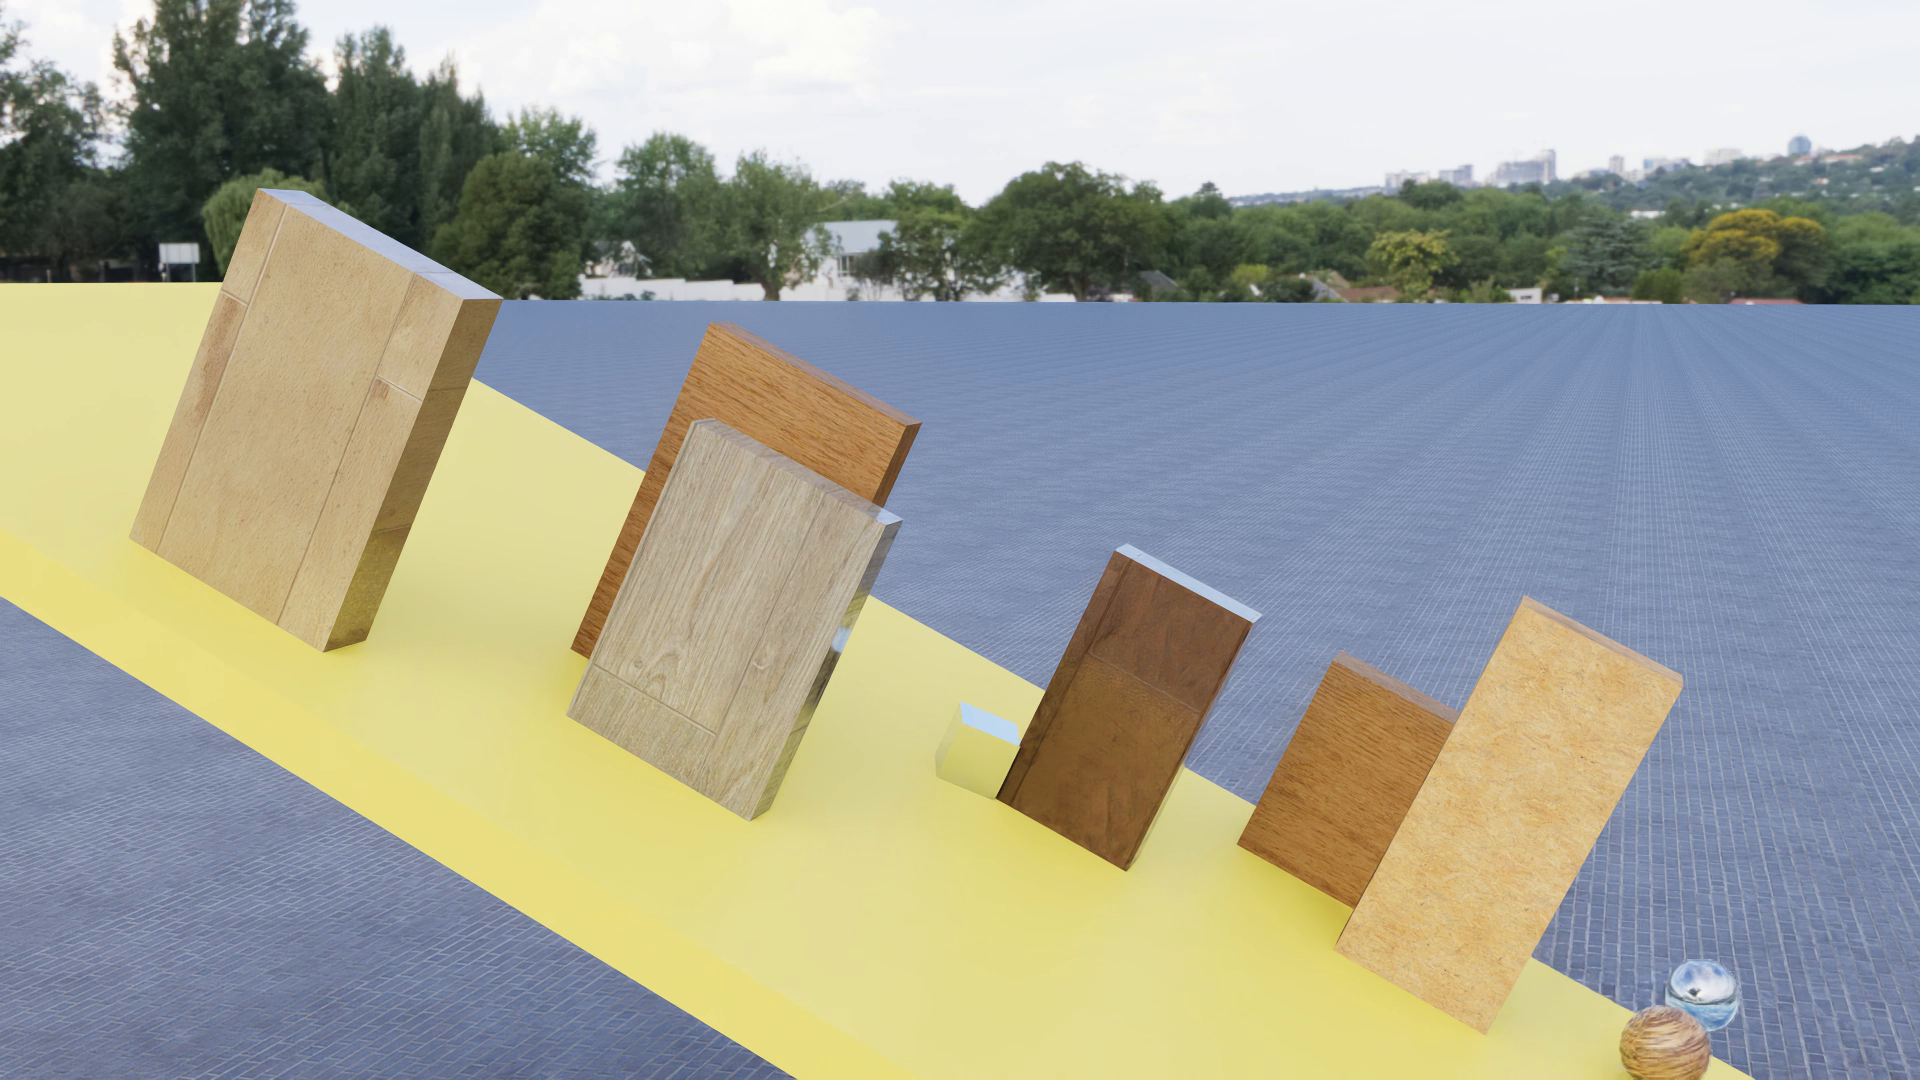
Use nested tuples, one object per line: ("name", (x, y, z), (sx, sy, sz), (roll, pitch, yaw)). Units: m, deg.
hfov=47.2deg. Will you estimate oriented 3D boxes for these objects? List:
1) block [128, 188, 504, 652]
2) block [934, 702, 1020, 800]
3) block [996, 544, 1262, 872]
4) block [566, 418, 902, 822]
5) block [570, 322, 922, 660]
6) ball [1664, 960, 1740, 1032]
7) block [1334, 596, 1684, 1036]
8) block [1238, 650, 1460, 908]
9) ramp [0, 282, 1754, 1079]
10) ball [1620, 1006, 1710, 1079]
("block", (-1.048, -0.194, 3.564), (0.400, 0.628, 0.126), (28, 14, 12))
("block", (0.033, 0.410, 4.286), (0.122, 0.122, 0.122), (23, 14, -8))
("block", (0.320, 0.321, 4.223), (0.294, 0.547, 0.107), (28, 14, 12))
("block", (-0.381, 0.132, 3.667), (0.371, 0.559, 0.089), (28, 14, 12))
("block", (-0.389, -0.004, 3.943), (0.403, 0.661, 0.088), (28, 14, 12))
("ball", (1.814, 1.117, 5.380), (0.173, 0.173, 0.173), (0, 7, 0))
("block", (1.049, 0.530, 4.235), (0.327, 0.776, 0.125), (28, 14, 12))
("block", (0.876, 0.534, 4.611), (0.417, 0.449, 0.132), (28, 14, 12))
("ramp", (-0.255, 0.433, 4.165), (4.000, 0.100, 2.000), (28, 14, 12))
("ball", (1.392, 1.006, 4.342), (0.171, 0.171, 0.171), (0, 7, 0))
